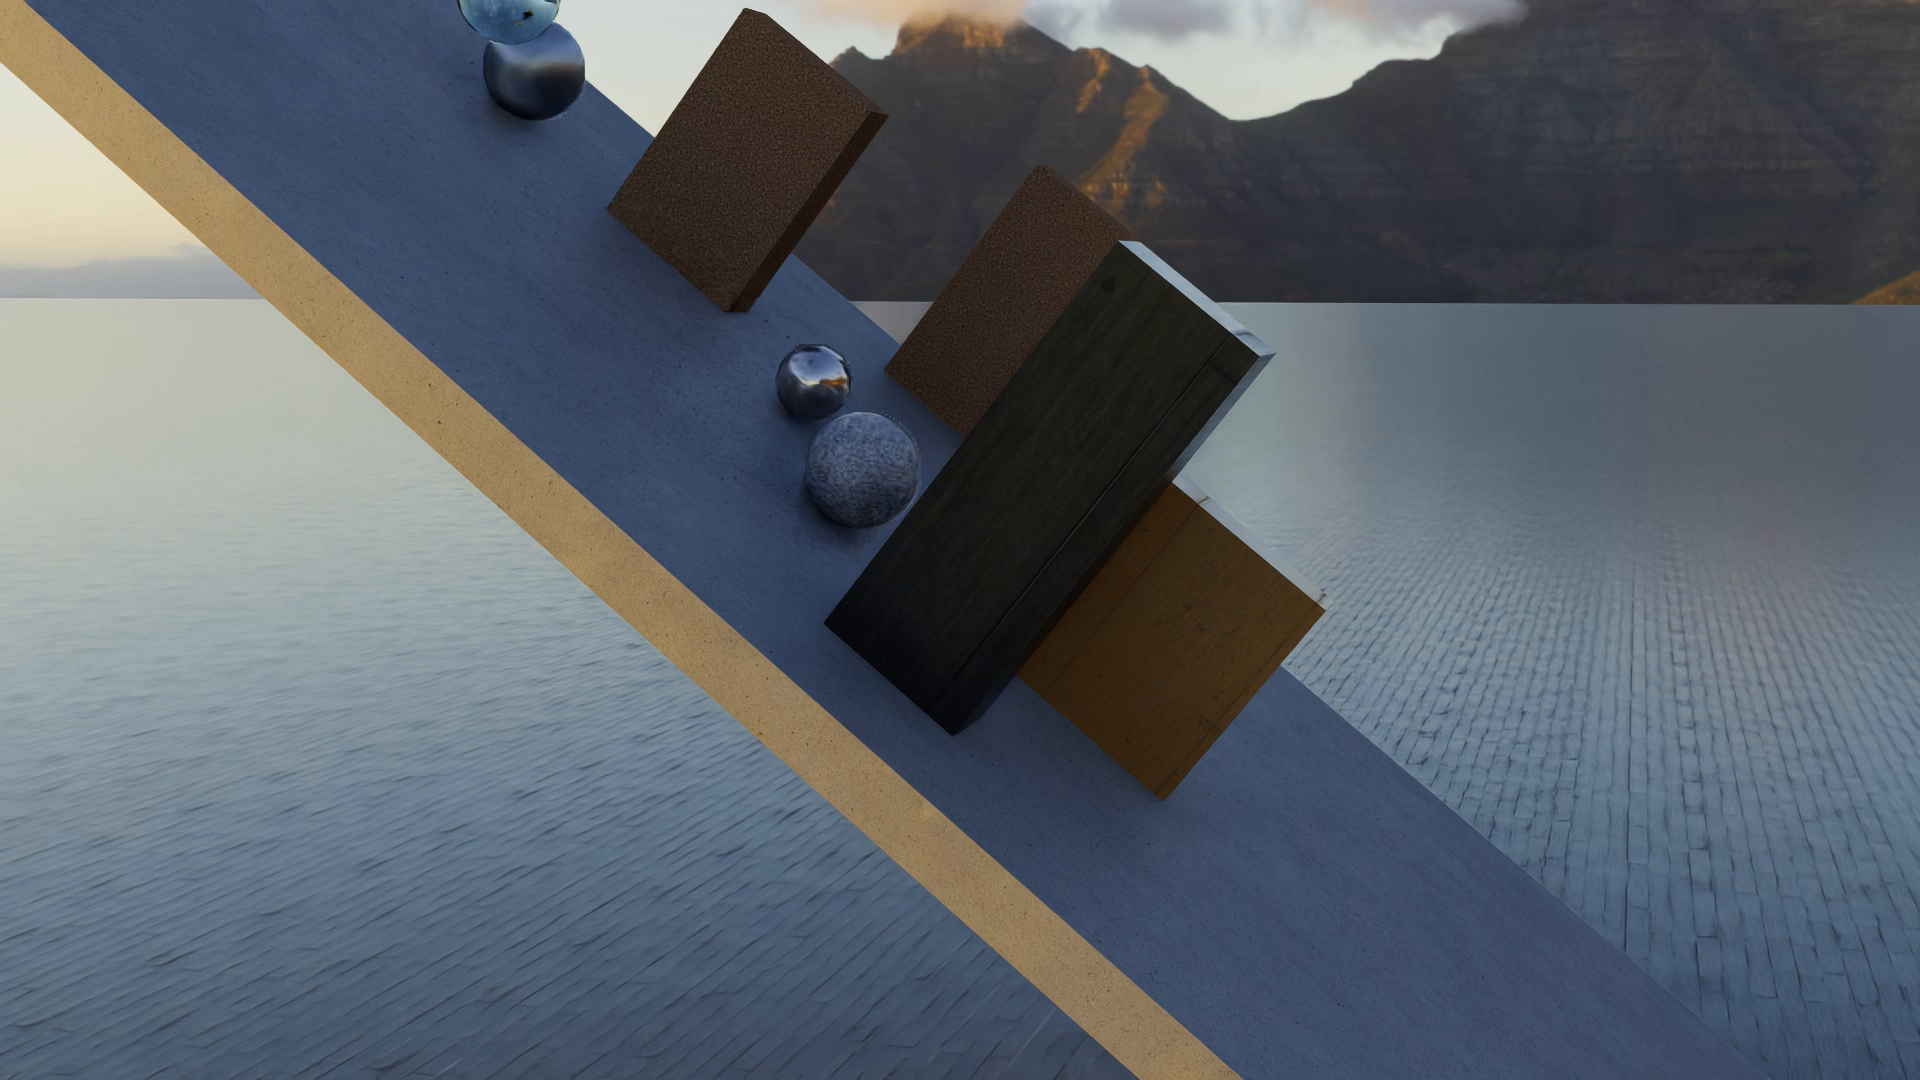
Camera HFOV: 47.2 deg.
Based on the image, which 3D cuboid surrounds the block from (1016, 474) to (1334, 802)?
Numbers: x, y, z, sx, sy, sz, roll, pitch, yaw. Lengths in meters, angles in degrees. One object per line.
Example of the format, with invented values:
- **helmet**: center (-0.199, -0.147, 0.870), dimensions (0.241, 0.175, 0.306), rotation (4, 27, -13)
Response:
- **block**: center (0.341, 0.151, 3.676), dimensions (0.366, 0.424, 0.106), rotation (41, 16, 9)

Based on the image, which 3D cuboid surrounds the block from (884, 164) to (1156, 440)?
- **block**: center (0.126, -0.489, 4.731), dimensions (0.304, 0.560, 0.096), rotation (41, 16, 9)

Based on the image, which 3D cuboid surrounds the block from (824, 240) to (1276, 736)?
- **block**: center (0.129, -0.074, 3.280), dimensions (0.262, 0.730, 0.146), rotation (41, 16, 9)

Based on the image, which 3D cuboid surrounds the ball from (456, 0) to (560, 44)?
- **ball**: center (-0.833, -1.012, 4.057), dimensions (0.191, 0.191, 0.191), rotation (0, 7, 0)

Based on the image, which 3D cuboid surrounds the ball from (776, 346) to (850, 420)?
- **ball**: center (-0.273, -0.292, 4.090), dimensions (0.140, 0.140, 0.140), rotation (0, 7, 0)

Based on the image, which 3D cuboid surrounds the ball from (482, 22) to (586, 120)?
- **ball**: center (-0.877, -0.972, 4.535), dimensions (0.209, 0.209, 0.209), rotation (0, 7, 0)

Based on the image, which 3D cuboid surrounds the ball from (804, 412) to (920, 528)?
- **ball**: center (-0.166, -0.119, 3.737), dimensions (0.197, 0.197, 0.197), rotation (0, 7, 0)

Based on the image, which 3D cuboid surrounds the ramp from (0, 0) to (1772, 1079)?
- **ramp**: center (-0.023, 0.076, 4.051), dimensions (4.000, 0.100, 2.000), rotation (41, 16, 9)

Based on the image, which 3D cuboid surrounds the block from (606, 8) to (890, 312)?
- **block**: center (-0.426, -0.751, 4.381), dimensions (0.331, 0.495, 0.113), rotation (41, 16, 9)
